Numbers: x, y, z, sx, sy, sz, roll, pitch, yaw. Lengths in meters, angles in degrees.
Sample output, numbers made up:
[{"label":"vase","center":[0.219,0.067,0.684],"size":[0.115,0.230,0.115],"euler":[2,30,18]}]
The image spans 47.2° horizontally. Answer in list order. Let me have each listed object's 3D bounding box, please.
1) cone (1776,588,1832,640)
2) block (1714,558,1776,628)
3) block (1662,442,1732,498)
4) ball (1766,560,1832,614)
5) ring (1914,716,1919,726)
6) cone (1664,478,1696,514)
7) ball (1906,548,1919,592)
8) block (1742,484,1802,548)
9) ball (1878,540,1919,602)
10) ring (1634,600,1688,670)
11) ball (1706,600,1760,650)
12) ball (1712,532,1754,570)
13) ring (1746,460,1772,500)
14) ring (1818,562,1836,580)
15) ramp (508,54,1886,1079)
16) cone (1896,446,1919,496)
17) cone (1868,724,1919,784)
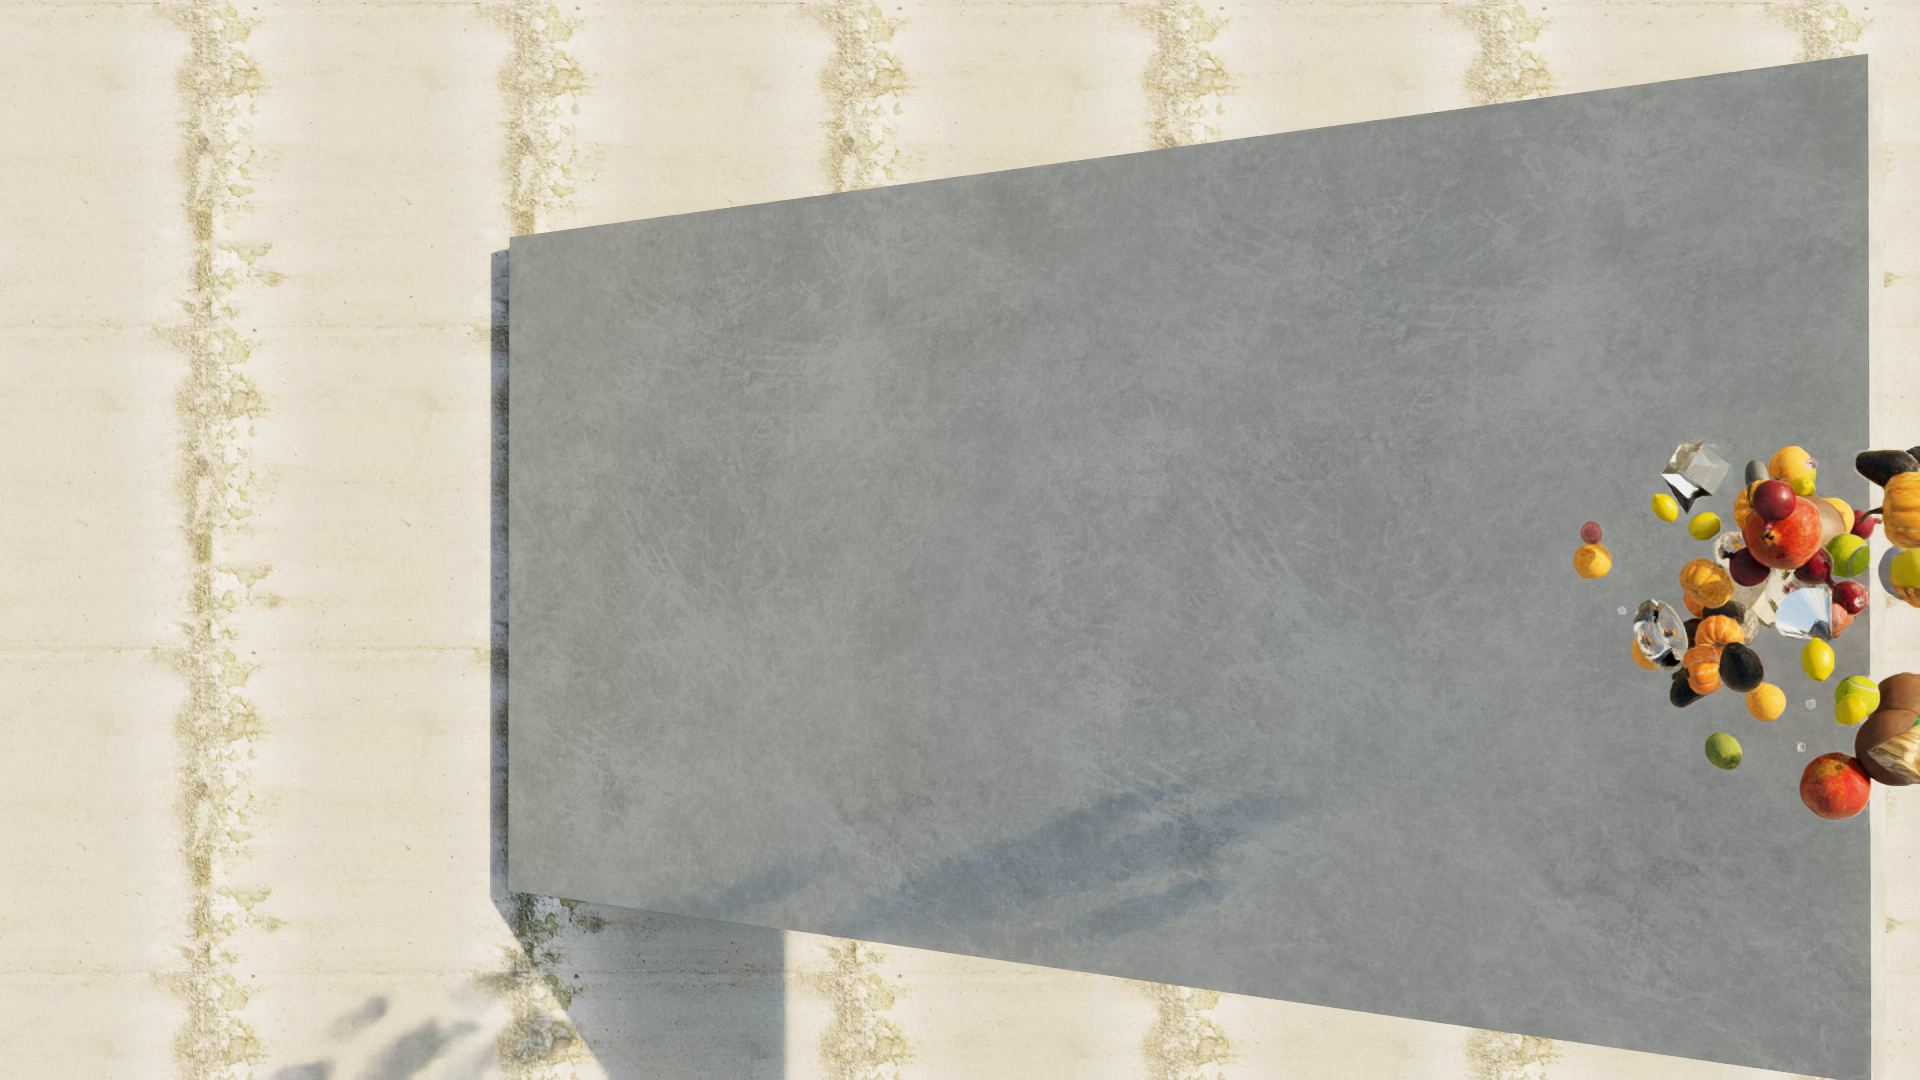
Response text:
[{"label":"cone","center":[1.186,0.120,3.042],"size":[0.082,0.082,0.082],"euler":[-3,115,-6]},{"label":"block","center":[1.508,0.095,4.161],"size":[0.091,0.091,0.091],"euler":[33,92,-38]},{"label":"block","center":[1.220,-0.116,3.643],"size":[0.064,0.064,0.064],"euler":[38,77,-13]},{"label":"ball","center":[1.302,0.080,3.412],"size":[0.098,0.098,0.098],"euler":[0,90,0]},{"label":"ring","center":[1.442,0.287,3.228],"size":[0.083,0.028,0.083],"euler":[-3,82,25]},{"label":"cone","center":[1.341,-0.084,4.061],"size":[0.081,0.081,0.081],"euler":[4,70,0]},{"label":"ball","center":[1.387,0.042,3.139],"size":[0.070,0.070,0.070],"euler":[0,90,0]},{"label":"block","center":[1.263,-0.037,3.418],"size":[0.057,0.057,0.057],"euler":[-30,134,9]},{"label":"ball","center":[1.393,0.046,3.219],"size":[0.090,0.090,0.090],"euler":[0,90,0]},{"label":"ring","center":[1.166,0.158,3.658],"size":[0.041,0.123,0.123],"euler":[-27,90,42]},{"label":"ball","center":[1.419,0.157,4.040],"size":[0.092,0.092,0.092],"euler":[0,90,0]},{"label":"ball","center":[1.202,0.016,3.417],"size":[0.060,0.060,0.060],"euler":[0,90,0]},{"label":"ring","center":[1.406,-0.095,3.872],"size":[0.031,0.094,0.094],"euler":[6,90,32]},{"label":"ring","center":[1.507,0.070,3.879],"size":[0.087,0.087,0.029],"euler":[-38,80,0]},{"label":"ramp","center":[0.222,0.063,5.539],"size":[4.000,0.100,2.000],"euler":[0,90,38]},{"label":"cone","center":[1.551,-0.103,3.520],"size":[0.085,0.085,0.085],"euler":[-7,76,32]},{"label":"cone","center":[1.347,0.287,3.113],"size":[0.085,0.085,0.085],"euler":[36,87,0]}]
